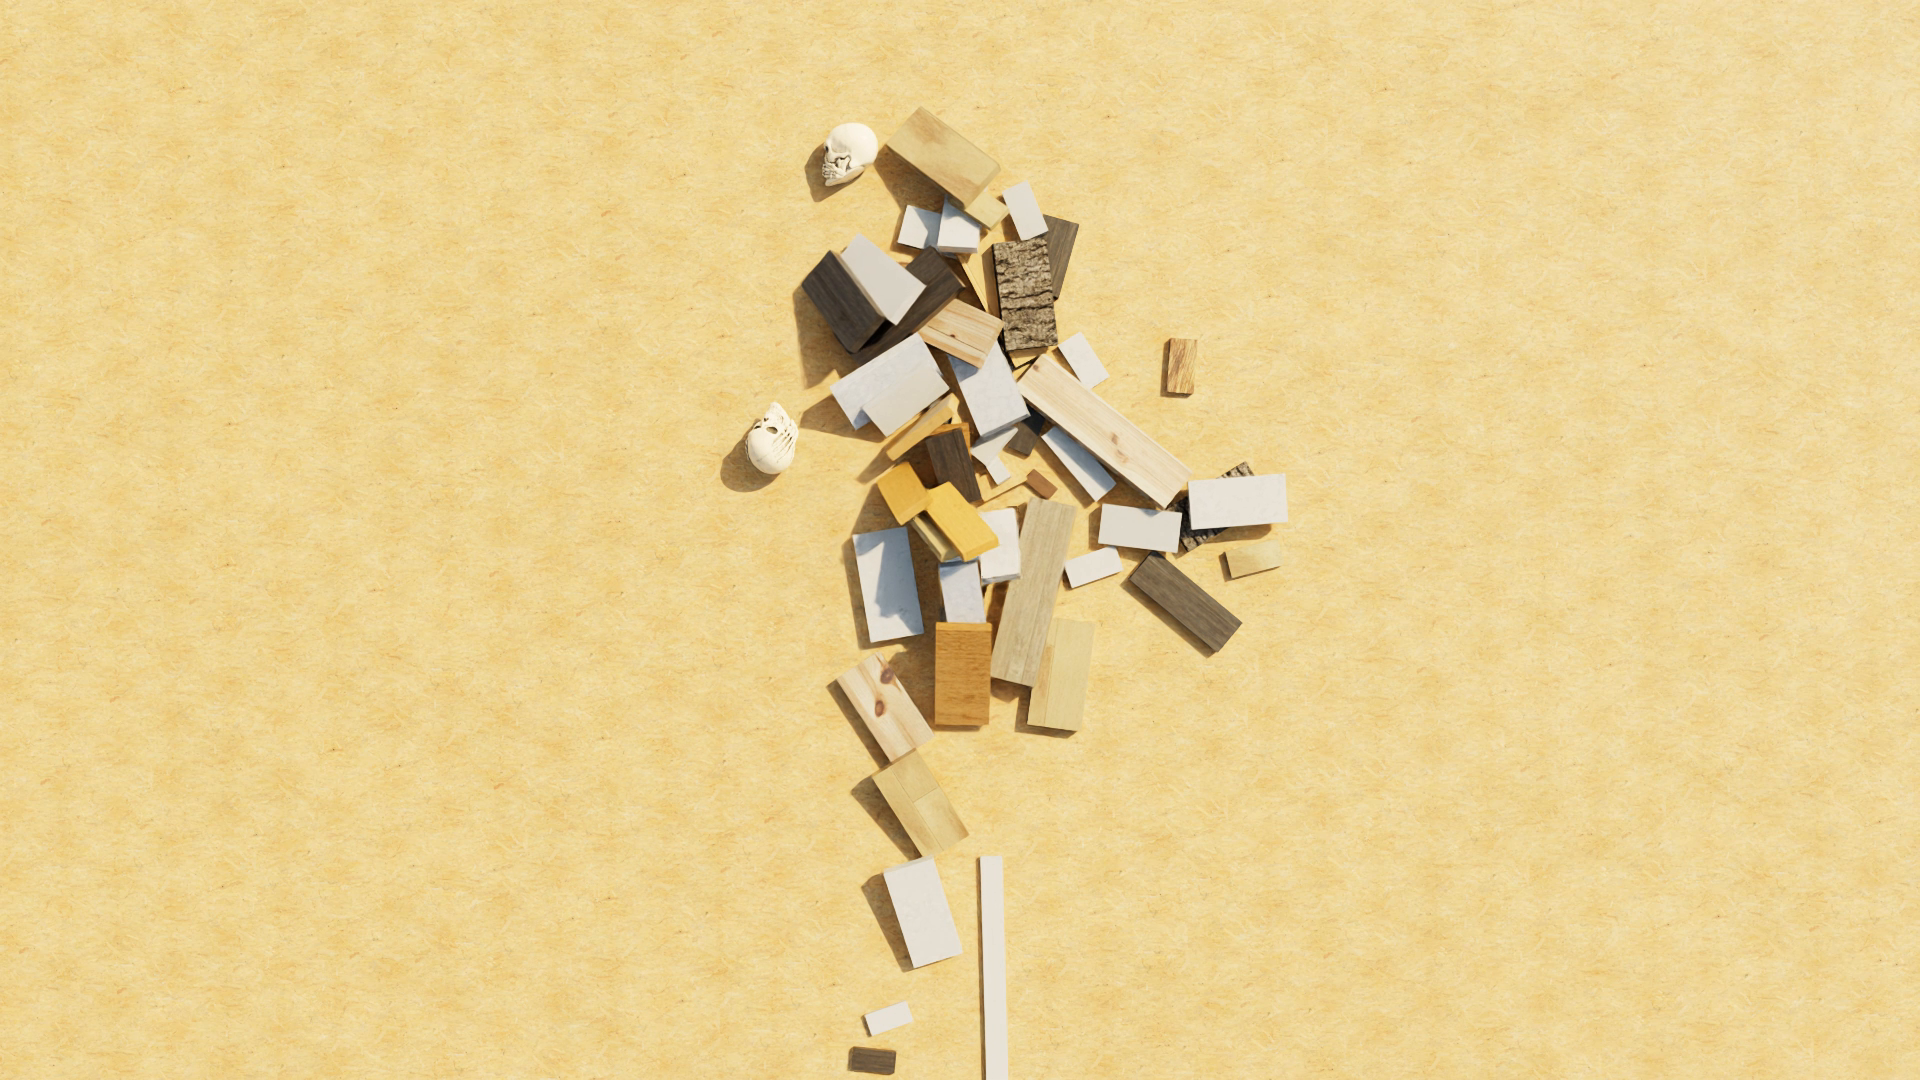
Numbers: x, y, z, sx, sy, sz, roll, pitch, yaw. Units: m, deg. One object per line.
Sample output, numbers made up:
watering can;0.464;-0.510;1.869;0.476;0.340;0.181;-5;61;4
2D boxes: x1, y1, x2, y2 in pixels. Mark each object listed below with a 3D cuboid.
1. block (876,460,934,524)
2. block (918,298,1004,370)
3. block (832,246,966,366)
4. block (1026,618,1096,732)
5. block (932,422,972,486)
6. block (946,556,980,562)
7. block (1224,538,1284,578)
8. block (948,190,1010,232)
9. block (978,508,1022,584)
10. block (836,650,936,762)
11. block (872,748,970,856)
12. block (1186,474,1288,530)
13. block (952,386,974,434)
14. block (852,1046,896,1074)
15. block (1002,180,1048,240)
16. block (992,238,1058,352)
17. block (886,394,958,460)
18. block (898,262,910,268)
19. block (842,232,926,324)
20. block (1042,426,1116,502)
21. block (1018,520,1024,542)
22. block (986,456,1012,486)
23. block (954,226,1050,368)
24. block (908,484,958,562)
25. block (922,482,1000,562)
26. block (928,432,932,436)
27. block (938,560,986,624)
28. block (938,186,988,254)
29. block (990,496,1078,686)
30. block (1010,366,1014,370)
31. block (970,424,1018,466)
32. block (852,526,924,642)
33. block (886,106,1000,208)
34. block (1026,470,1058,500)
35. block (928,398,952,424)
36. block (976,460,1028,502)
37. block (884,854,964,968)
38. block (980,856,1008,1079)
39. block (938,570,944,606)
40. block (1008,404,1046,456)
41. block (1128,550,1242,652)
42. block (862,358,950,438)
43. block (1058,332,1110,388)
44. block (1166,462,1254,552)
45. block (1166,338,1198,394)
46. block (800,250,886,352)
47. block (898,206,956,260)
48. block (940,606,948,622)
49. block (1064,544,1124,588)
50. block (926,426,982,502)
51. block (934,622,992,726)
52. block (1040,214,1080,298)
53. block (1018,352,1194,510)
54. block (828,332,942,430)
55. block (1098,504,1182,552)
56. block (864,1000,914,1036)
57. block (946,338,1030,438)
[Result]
block;-0.183;-0.157;5.382;0.127;0.254;0.036;-35;125;3
block;-0.044;-0.710;5.423;0.341;0.048;0.171;27;90;18
block;-0.200;-0.753;5.410;0.435;0.050;0.175;-40;81;14
block;0.335;0.443;5.475;0.180;0.051;0.359;8;90;0
block;-0.025;-0.260;5.444;0.123;0.035;0.247;-4;109;0
block;0.000;0.010;5.378;0.123;0.247;0.035;-3;109;0
block;0.979;0.060;5.487;0.180;0.026;0.090;-14;90;0
block;0.060;-1.096;5.397;0.187;0.027;0.094;37;77;19
block;0.129;0.019;5.407;0.127;0.036;0.254;-10;57;10
block;-0.245;0.554;5.476;0.170;0.048;0.339;-33;90;0
block;-0.129;0.874;5.451;0.170;0.048;0.339;-32;98;0
block;0.913;-0.126;5.432;0.318;0.045;0.159;-4;90;0
block;0.015;-0.428;5.463;0.075;0.021;0.150;10;71;-5
block;-0.286;1.731;5.490;0.145;0.021;0.072;6;90;0
block;0.217;-1.087;5.464;0.094;0.027;0.187;-23;81;11
block;0.214;-0.807;5.425;0.176;0.050;0.351;-7;92;-6
block;-0.122;-0.370;5.393;0.264;0.132;0.037;-36;105;19
block;-0.180;-0.871;5.449;0.187;0.027;0.094;-1;81;17
block;-0.270;-0.855;5.388;0.318;0.045;0.159;42;99;29
block;0.395;-0.263;5.472;0.090;0.026;0.280;-40;90;0
block;0.184;0.029;5.487;0.090;0.026;0.181;20;90;0
block;0.118;-0.241;5.470;0.053;0.015;0.117;-32;67;0
block;0.129;-0.807;5.459;0.127;0.036;0.468;-28;94;-5
block;-0.079;-0.059;5.345;0.132;0.347;0.037;-20;132;-19
block;-0.011;-0.061;5.274;0.127;0.337;0.036;-25;134;-15
block;-0.045;-0.357;5.489;0.150;0.021;0.075;23;90;0
block;0.010;0.184;5.321;0.123;0.035;0.247;-8;115;2
block;0.009;-1.068;5.427;0.130;0.037;0.261;5;69;9
block;0.241;0.169;5.436;0.159;0.045;0.607;13;90;12
block;0.135;-0.528;5.492;0.059;0.017;0.117;15;90;0
block;0.111;-0.330;5.474;0.080;0.023;0.160;40;90;23
block;-0.236;0.146;5.475;0.180;0.051;0.359;-10;90;0
block;-0.056;-1.258;5.417;0.351;0.050;0.176;40;84;17
block;0.270;-0.184;5.493;0.105;0.015;0.053;40;90;0
block;-0.031;-0.414;5.474;0.150;0.021;0.075;17;71;-2
block;0.136;-0.197;5.480;0.160;0.023;0.080;-27;79;1
block;-0.121;1.227;5.451;0.170;0.048;0.339;-17;99;0
block;0.124;1.796;5.490;0.072;0.021;1.489;-2;90;0
block;-0.003;0.200;5.405;0.123;0.035;0.247;-3;132;0
block;0.227;-0.369;5.489;0.080;0.023;0.160;23;90;0
block;0.749;0.202;5.482;0.382;0.037;0.131;40;90;0
block;-0.177;-0.469;5.434;0.264;0.037;0.132;-37;130;4
block;0.411;-0.594;5.487;0.090;0.026;0.180;-33;90;0
block;0.851;-0.111;5.477;0.318;0.045;0.159;-31;90;0
block;0.738;-0.579;5.487;0.090;0.026;0.180;4;90;0
block;-0.382;-0.781;5.385;0.159;0.045;0.318;-46;63;21
block;-0.068;-1.016;5.482;0.254;0.036;0.127;15;90;0
block;-0.004;0.336;5.432;0.123;0.035;0.247;-1;115;-1
block;0.443;0.087;5.487;0.181;0.026;0.090;-19;90;0
block;-0.020;-0.236;5.415;0.123;0.035;0.247;-16;108;4
block;0.010;0.440;5.397;0.180;0.051;0.359;1;117;0
block;0.302;-0.942;5.482;0.127;0.036;0.254;16;90;0
block;0.470;-0.357;5.437;0.634;0.045;0.159;39;78;4
block;-0.242;-0.522;5.426;0.341;0.048;0.171;-32;131;0
block;0.596;-0.040;5.455;0.261;0.037;0.131;7;97;9
block;-0.236;1.590;5.490;0.145;0.021;0.072;-20;90;0
block;0.086;-0.528;5.425;0.171;0.048;0.341;-24;78;11
